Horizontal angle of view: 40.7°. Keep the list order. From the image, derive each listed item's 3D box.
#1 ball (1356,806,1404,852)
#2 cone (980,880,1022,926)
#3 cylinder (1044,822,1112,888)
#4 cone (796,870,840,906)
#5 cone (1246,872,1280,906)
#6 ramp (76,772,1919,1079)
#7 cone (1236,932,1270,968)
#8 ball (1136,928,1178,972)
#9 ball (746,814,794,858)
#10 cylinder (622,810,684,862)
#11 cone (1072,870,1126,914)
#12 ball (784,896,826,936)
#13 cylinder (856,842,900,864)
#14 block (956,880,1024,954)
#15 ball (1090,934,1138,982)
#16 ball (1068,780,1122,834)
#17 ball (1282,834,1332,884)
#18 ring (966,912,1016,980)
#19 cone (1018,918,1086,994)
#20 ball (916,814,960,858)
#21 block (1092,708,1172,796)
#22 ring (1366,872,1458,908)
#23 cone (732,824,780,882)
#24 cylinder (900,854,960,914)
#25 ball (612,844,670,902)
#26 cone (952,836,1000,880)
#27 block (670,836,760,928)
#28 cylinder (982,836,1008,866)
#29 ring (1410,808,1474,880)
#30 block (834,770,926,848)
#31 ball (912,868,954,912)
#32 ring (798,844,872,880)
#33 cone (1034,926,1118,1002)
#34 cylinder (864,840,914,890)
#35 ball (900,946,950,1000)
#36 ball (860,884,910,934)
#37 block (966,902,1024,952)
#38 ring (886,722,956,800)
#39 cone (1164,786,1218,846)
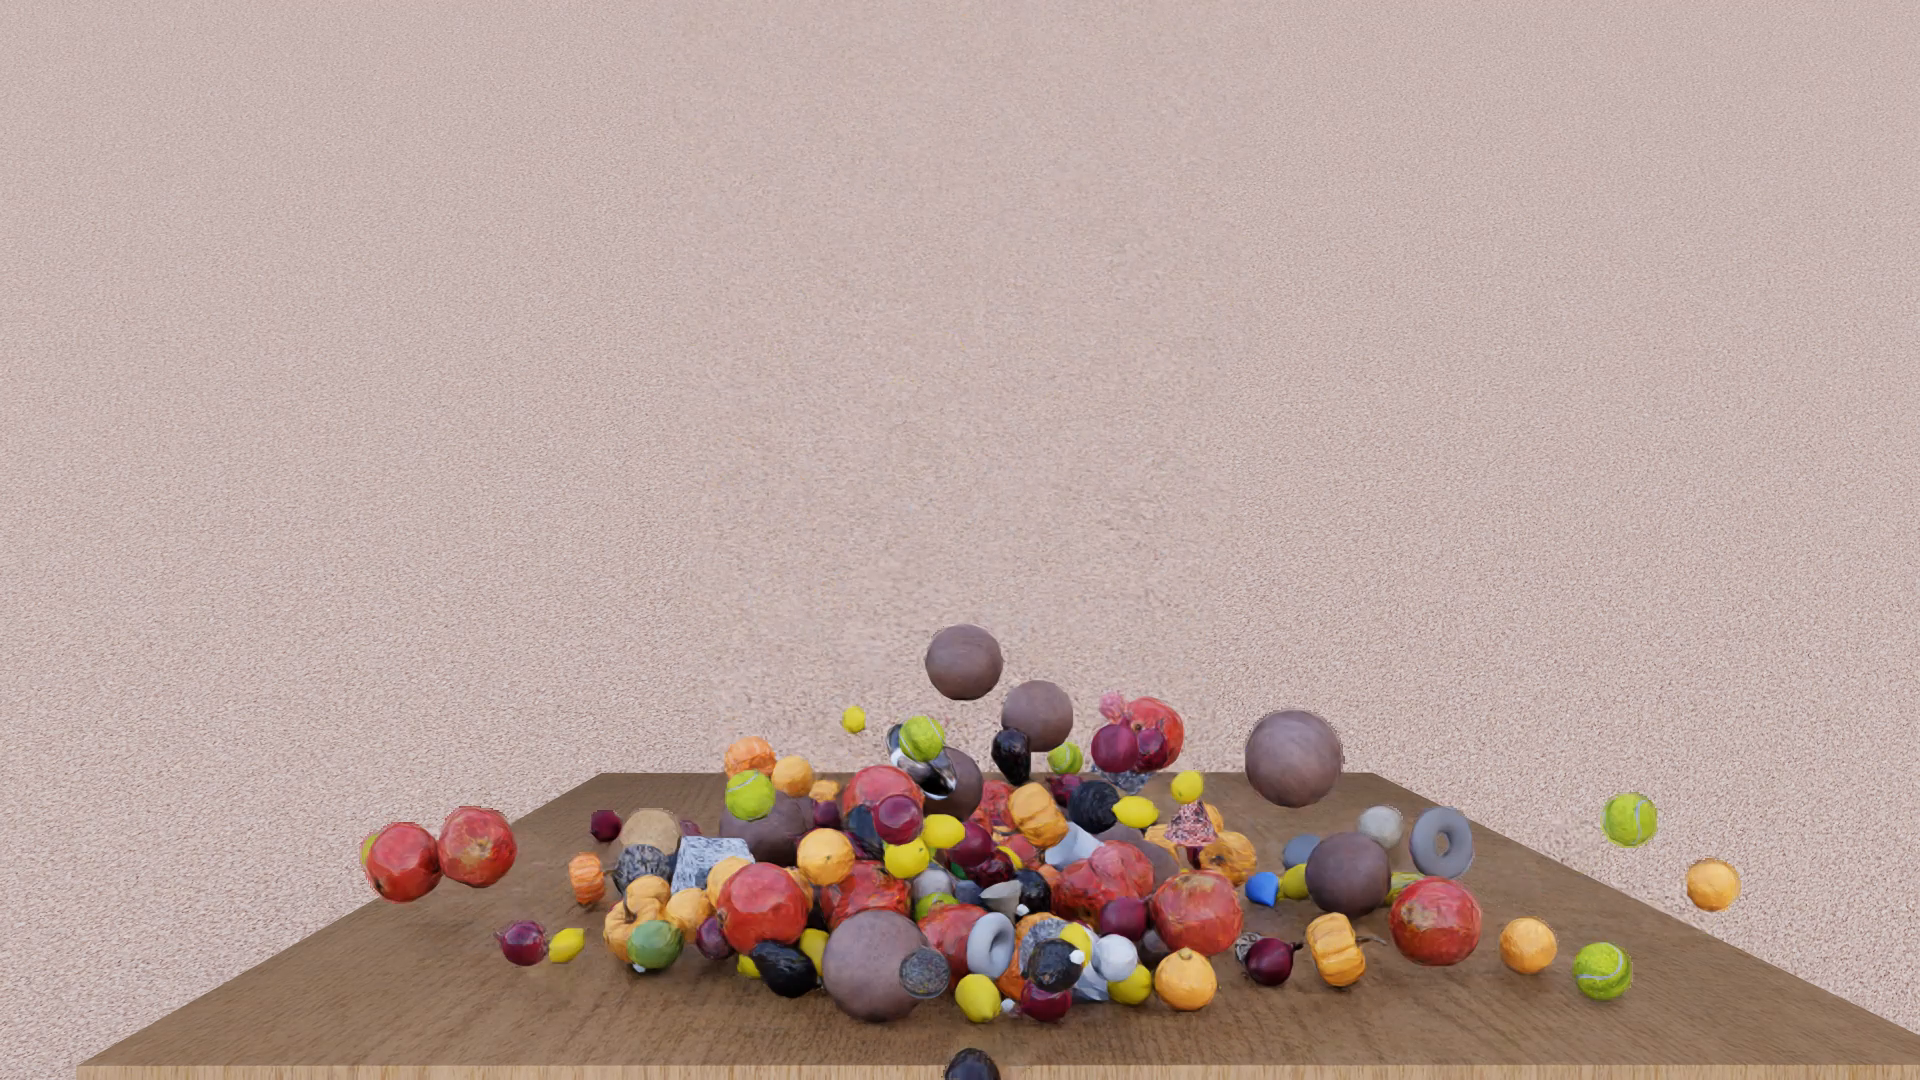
[{"bbox_3d":[0.778,0.535,4.798,0.086,0.086,0.086,0,32,0],"label":"ball"},{"bbox_3d":[0.059,0.464,3.244,0.056,0.056,0.056,-15,10,3],"label":"cone"},{"bbox_3d":[0.162,0.431,3.543,0.066,0.066,0.066,38,30,-26],"label":"cylinder"},{"bbox_3d":[-0.212,0.554,4.025,0.063,0.063,0.063,31,24,-22],"label":"cone"},{"bbox_3d":[0.478,0.556,4.028,0.057,0.057,0.057,-5,24,-8],"label":"cone"},{"bbox_3d":[0.071,0.628,4.721,2.000,0.100,4.000,0,-1,0],"label":"ramp"},{"bbox_3d":[0.374,0.546,3.414,0.050,0.050,0.050,9,64,-19],"label":"cone"},{"bbox_3d":[0.257,0.533,3.370,0.055,0.055,0.055,0,32,0],"label":"ball"},{"bbox_3d":[-0.342,0.535,4.657,0.085,0.085,0.085,0,32,0],"label":"ball"},{"bbox_3d":[-0.536,0.521,4.526,0.098,0.098,0.098,0,-7,0],"label":"cylinder"},{"bbox_3d":[0.202,0.543,3.918,0.071,0.071,0.071,-17,36,-17],"label":"cone"},{"bbox_3d":[-0.221,0.535,3.687,0.058,0.058,0.058,0,32,0],"label":"ball"},{"bbox_3d":[-0.132,0.493,4.281,0.067,0.067,0.067,5,36,8],"label":"cylinder"},{"bbox_3d":[0.041,0.518,3.566,0.089,0.089,0.089,0,-1,3],"label":"block"},{"bbox_3d":[0.181,0.492,3.046,0.056,0.056,0.056,0,32,0],"label":"ball"},{"bbox_3d":[0.206,0.407,3.959,0.082,0.082,0.082,0,32,0],"label":"ball"},{"bbox_3d":[0.579,0.531,4.322,0.082,0.082,0.082,0,32,0],"label":"ball"},{"bbox_3d":[0.037,0.485,3.093,0.028,0.083,0.083,8,31,34],"label":"ring"},{"bbox_3d":[0.129,0.499,3.078,0.088,0.088,0.088,25,0,34],"label":"cone"},{"bbox_3d":[-0.039,0.538,4.718,0.079,0.079,0.079,0,32,0],"label":"ball"},{"bbox_3d":[0.318,0.396,4.819,0.096,0.096,0.096,32,41,-4],"label":"block"},{"bbox_3d":[0.704,0.546,4.038,0.140,0.047,0.140,1,-2,0],"label":"ring"},{"bbox_3d":[-0.333,0.504,4.348,0.099,0.099,0.099,8,32,12],"label":"cone"},{"bbox_3d":[-0.041,0.472,3.561,0.060,0.060,0.060,36,39,2],"label":"cylinder"},{"bbox_3d":[-0.501,0.523,4.077,0.091,0.091,0.091,0,32,0],"label":"ball"},{"bbox_3d":[0.043,0.511,3.946,0.085,0.085,0.085,-15,31,-22],"label":"cone"},{"bbox_3d":[-0.353,0.492,3.729,0.093,0.093,0.093,6,21,-24],"label":"block"},{"bbox_3d":[0.048,0.547,4.477,0.053,0.053,0.053,33,38,4],"label":"cylinder"},{"bbox_3d":[0.687,0.434,3.699,0.104,0.104,0.035,-18,5,-26],"label":"ring"},{"bbox_3d":[-0.128,0.429,4.139,0.091,0.091,0.091,3,60,-41],"label":"block"},{"bbox_3d":[-0.037,0.465,3.446,0.056,0.056,0.056,0,32,0],"label":"ball"},{"bbox_3d":[-0.202,0.550,4.412,0.148,0.049,0.148,-1,0,0],"label":"ring"},{"bbox_3d":[0.124,0.535,3.161,0.097,0.097,0.097,-34,16,32],"label":"cone"},{"bbox_3d":[-0.097,0.444,3.546,0.051,0.051,0.051,28,37,6],"label":"cylinder"},{"bbox_3d":[-0.037,0.463,2.771,0.055,0.055,0.055,0,32,0],"label":"ball"},{"bbox_3d":[-0.109,0.529,3.722,0.071,0.071,0.071,0,32,0],"label":"ball"},{"bbox_3d":[0.046,0.509,3.394,0.055,0.055,0.055,-20,49,-13],"label":"block"},{"bbox_3d":[-0.062,0.354,4.154,0.048,0.144,0.144,-41,29,16],"label":"ring"},{"bbox_3d":[0.326,0.379,3.627,0.076,0.076,0.076,2,15,-1],"label":"cone"}]
